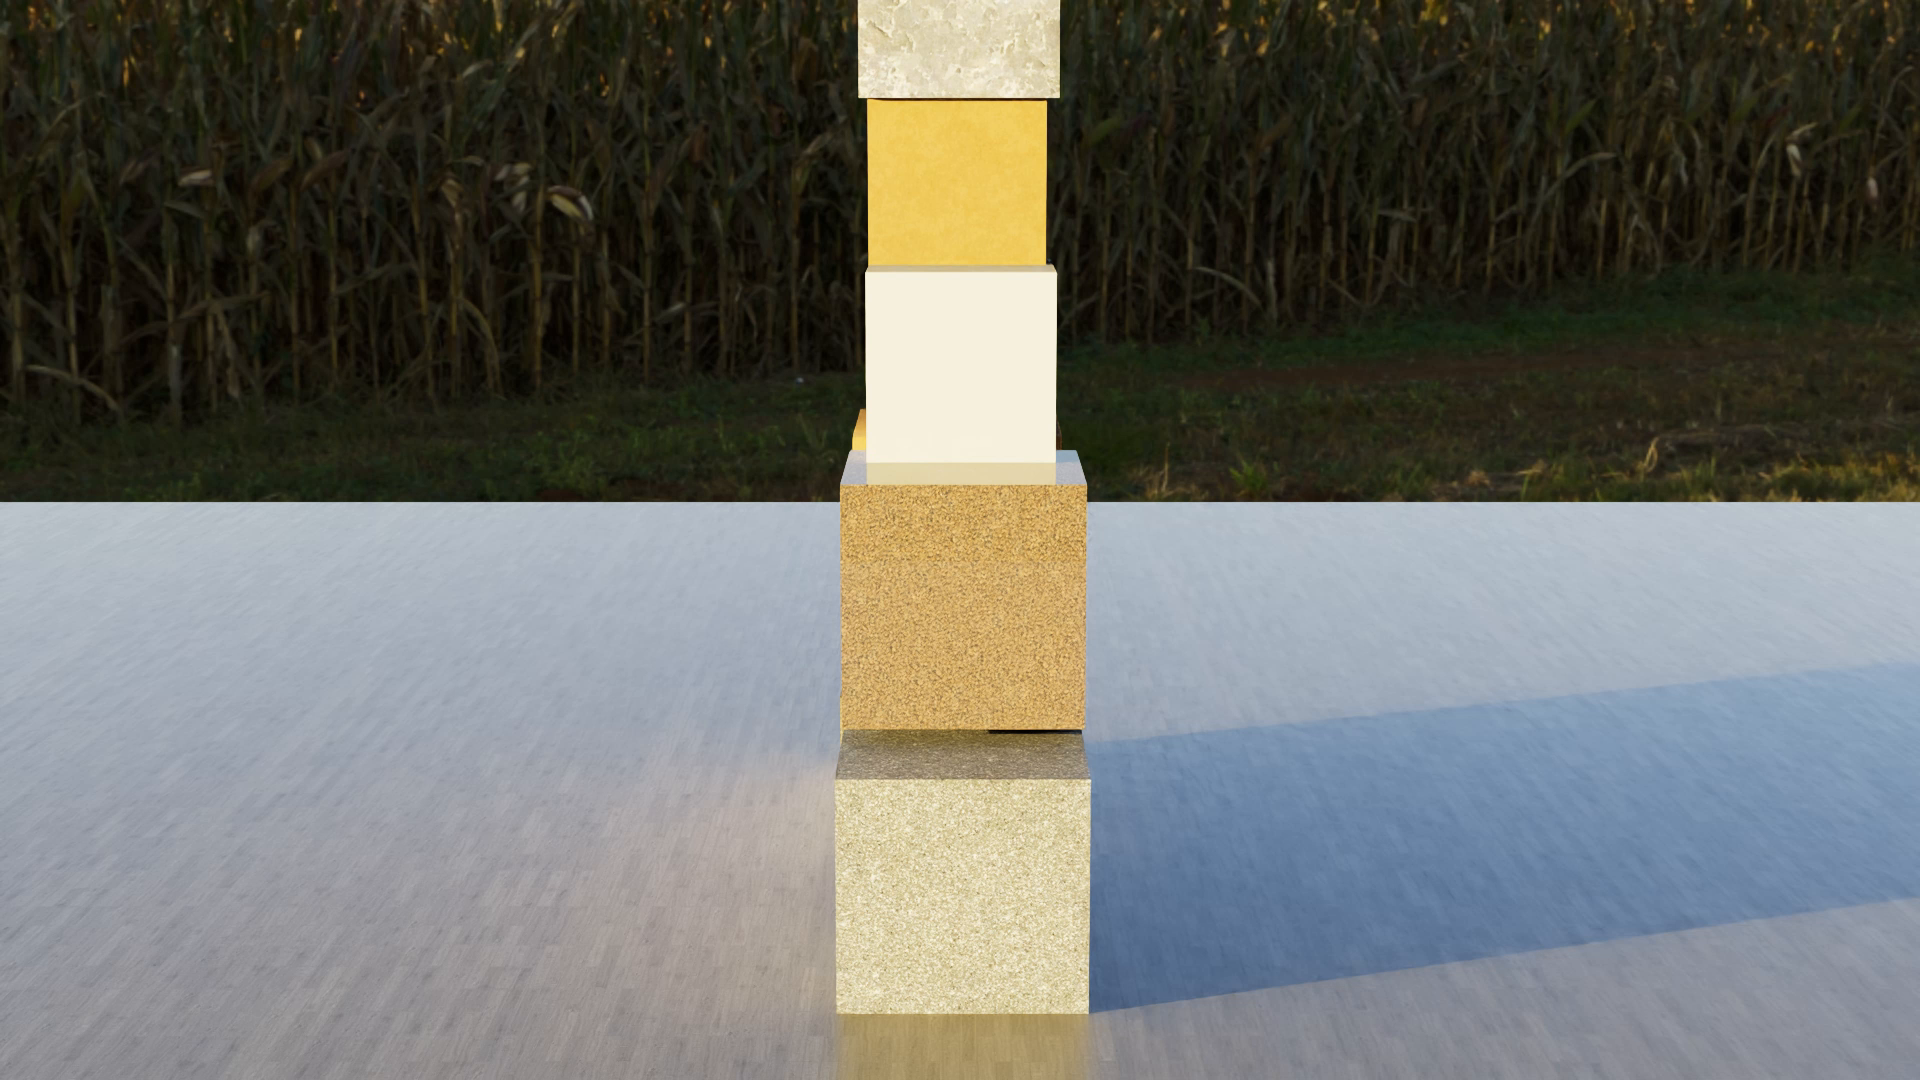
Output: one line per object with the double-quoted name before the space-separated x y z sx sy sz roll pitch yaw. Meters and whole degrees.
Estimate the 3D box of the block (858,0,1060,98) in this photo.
"block" -0.004 -2.248 10.782 0.820 0.764 0.735 0 10 0

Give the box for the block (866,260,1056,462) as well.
"block" 0.005 -0.758 10.679 0.762 0.765 0.792 0 10 0

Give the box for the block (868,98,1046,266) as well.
"block" -0.012 -1.534 10.908 0.736 0.684 0.654 0 10 0

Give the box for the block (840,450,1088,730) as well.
"block" 0.014 0.181 10.338 0.944 0.963 0.912 0 10 0

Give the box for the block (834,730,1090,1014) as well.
"block" 0.010 1.257 10.092 0.953 0.916 0.946 0 10 0

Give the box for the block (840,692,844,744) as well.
"block" -0.017 1.045 11.046 0.946 0.991 0.989 0 10 0

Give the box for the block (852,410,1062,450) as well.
"block" -0.011 -0.021 12.043 0.940 1.069 0.922 0 11 0
